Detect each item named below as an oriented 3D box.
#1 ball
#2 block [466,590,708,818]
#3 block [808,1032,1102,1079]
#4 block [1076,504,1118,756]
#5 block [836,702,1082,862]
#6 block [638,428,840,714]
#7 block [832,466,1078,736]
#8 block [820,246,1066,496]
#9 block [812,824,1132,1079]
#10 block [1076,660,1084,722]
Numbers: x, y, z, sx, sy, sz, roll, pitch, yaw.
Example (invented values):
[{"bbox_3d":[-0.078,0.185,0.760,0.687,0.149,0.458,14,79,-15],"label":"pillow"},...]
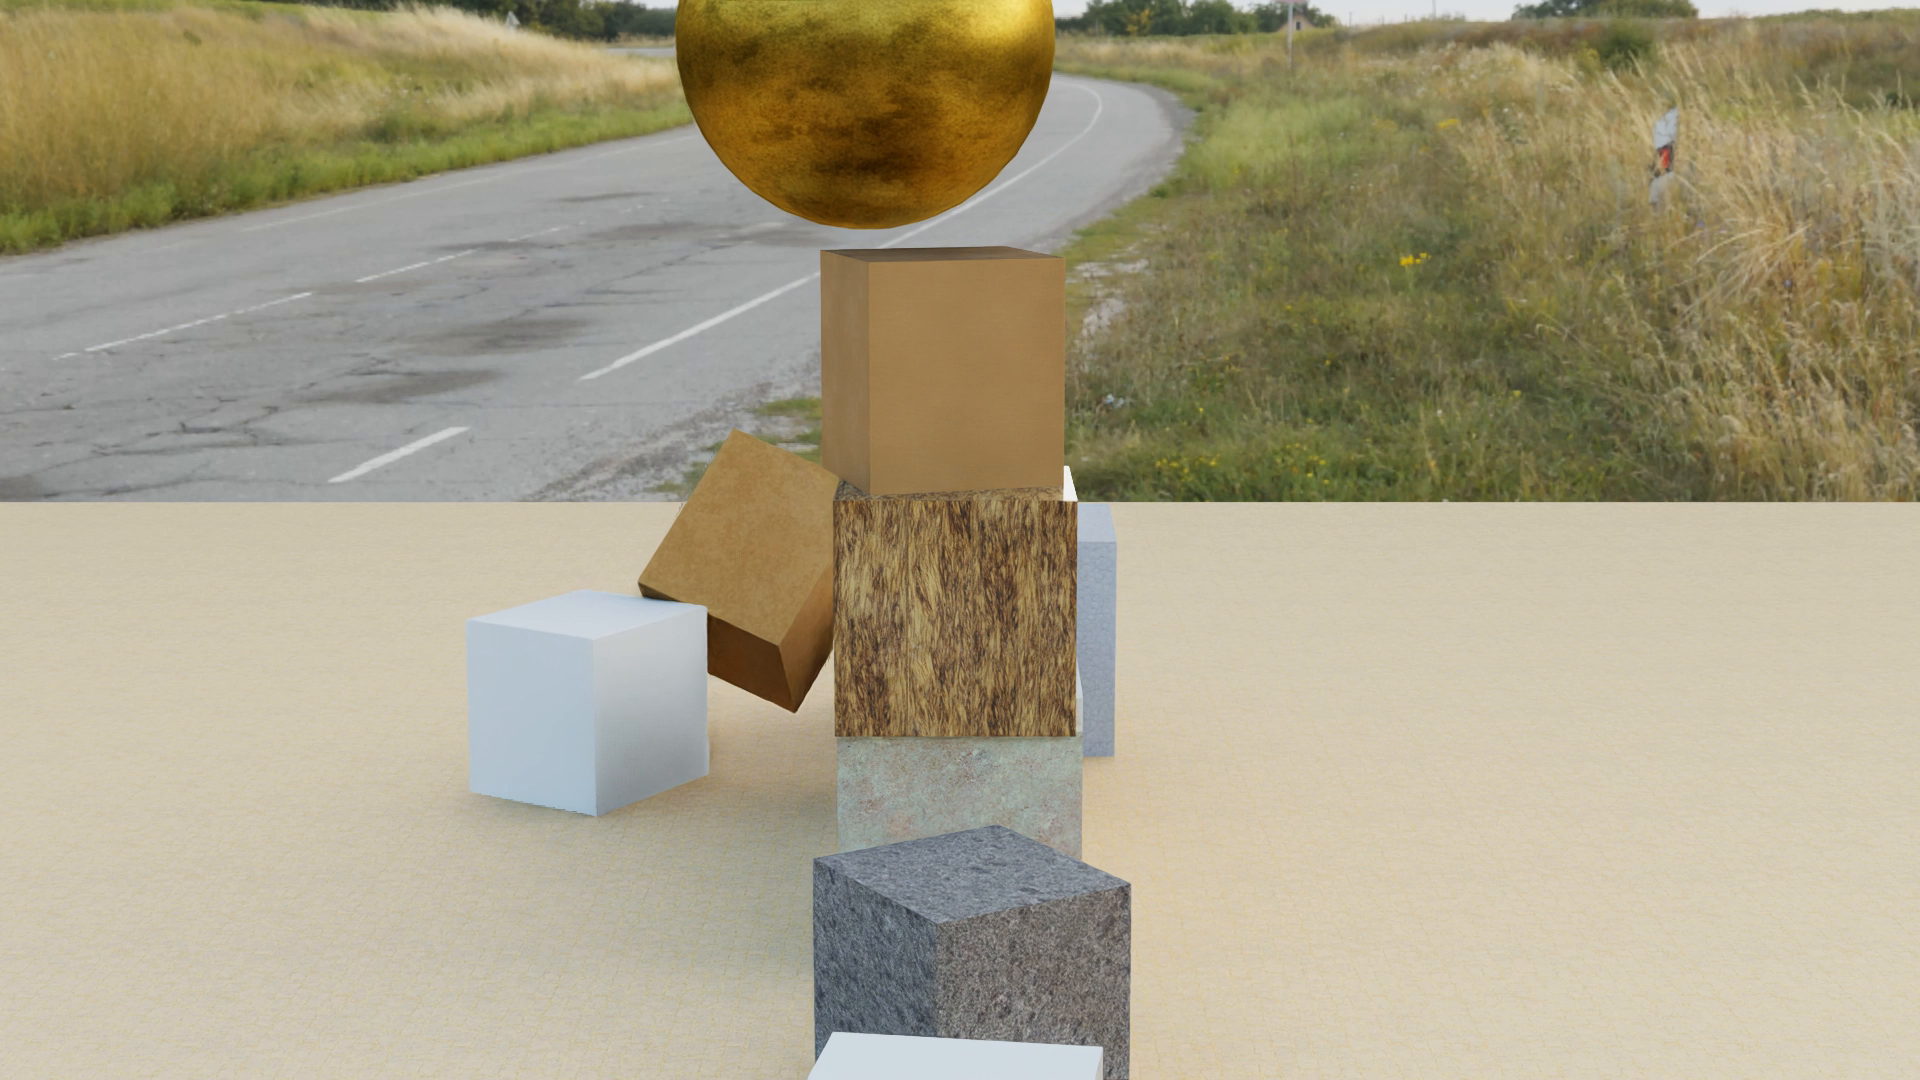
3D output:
[{"bbox_3d":[-0.398,-2.110,10.797,1.600,1.600,1.600,0,10,0],"label":"ball"},{"bbox_3d":[-1.842,0.790,12.766,0.791,0.871,0.894,7,12,31],"label":"block"},{"bbox_3d":[-0.043,1.889,7.162,0.798,0.721,0.834,2,10,9],"label":"block"},{"bbox_3d":[0.240,0.459,13.861,1.160,1.138,1.196,0,10,1],"label":"block"},{"bbox_3d":[-0.001,1.155,10.417,0.949,1.000,0.866,0,10,0],"label":"block"},{"bbox_3d":[-1.025,0.167,13.474,0.823,0.995,0.850,24,-24,14],"label":"block"},{"bbox_3d":[-0.017,0.225,10.181,0.924,0.916,0.874,0,10,0],"label":"block"},{"bbox_3d":[-0.078,-0.690,10.178,0.784,0.887,0.733,-3,11,-17],"label":"block"},{"bbox_3d":[0.033,1.533,8.874,0.773,0.809,0.824,-6,12,-32],"label":"block"},{"bbox_3d":[0.011,1.024,11.361,1.021,0.920,1.021,0,10,1],"label":"block"}]
